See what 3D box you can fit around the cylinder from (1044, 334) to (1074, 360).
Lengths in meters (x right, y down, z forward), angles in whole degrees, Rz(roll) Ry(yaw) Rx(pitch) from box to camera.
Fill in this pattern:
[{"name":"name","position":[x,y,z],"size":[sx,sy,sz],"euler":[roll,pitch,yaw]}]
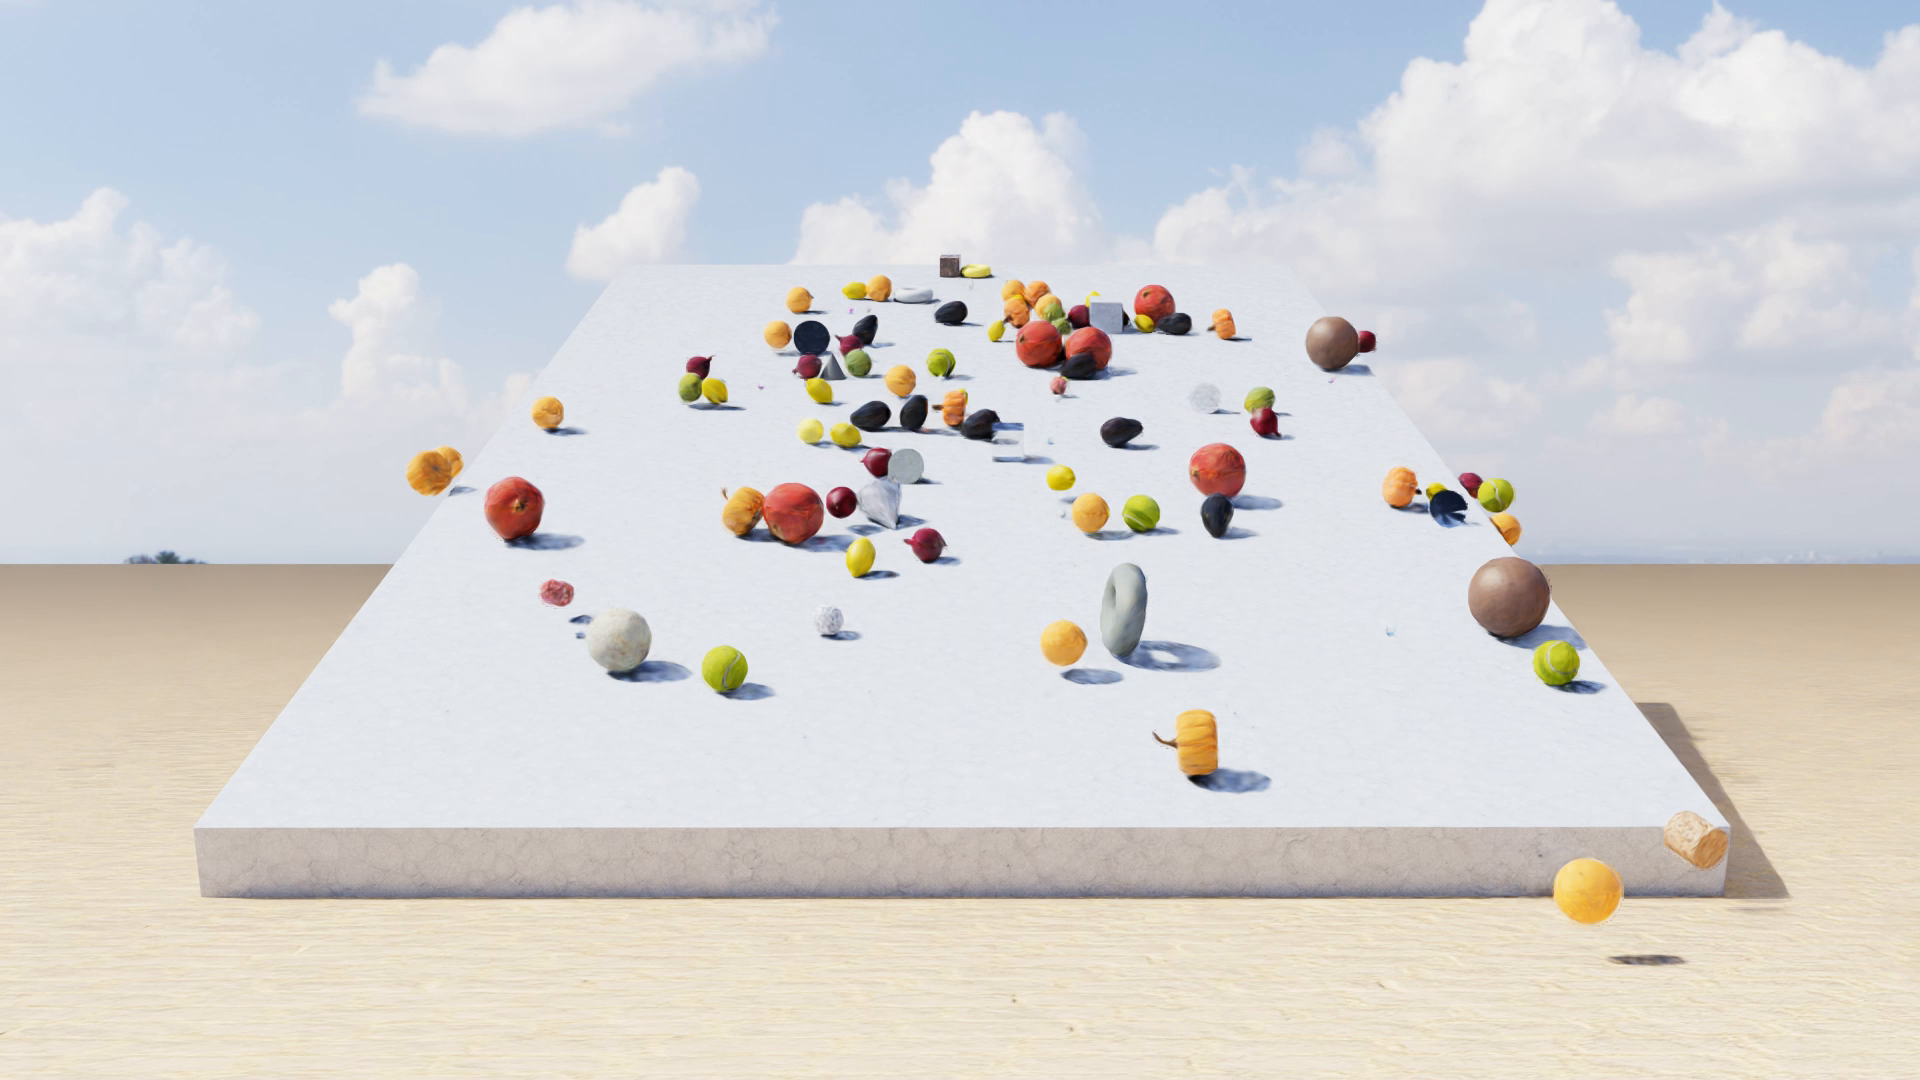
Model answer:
[{"name":"cylinder","position":[0.244,-0.474,5.485],"size":[0.062,0.062,0.062],"euler":[5,1,16]}]

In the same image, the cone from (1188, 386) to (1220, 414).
[{"name":"cone","position":[0.558,-0.310,5.014],"size":[0.074,0.074,0.074],"euler":[0,6,22]}]

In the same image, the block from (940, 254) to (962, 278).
[{"name":"block","position":[-0.028,-0.804,6.538],"size":[0.058,0.058,0.058],"euler":[2,18,5]}]

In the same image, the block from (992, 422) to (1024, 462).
[{"name":"block","position":[0.100,-0.202,4.615],"size":[0.067,0.067,0.067],"euler":[1,18,3]}]

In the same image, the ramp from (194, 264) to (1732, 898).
[{"name":"ramp","position":[-0.003,-0.180,4.821],"size":[2.000,0.100,4.000],"euler":[0,17,0]}]

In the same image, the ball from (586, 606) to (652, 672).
[{"name":"ball","position":[-0.525,0.153,3.431],"size":[0.100,0.100,0.100],"euler":[0,0,0]}]

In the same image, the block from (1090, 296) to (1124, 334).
[{"name":"block","position":[0.381,-0.587,5.810],"size":[0.083,0.083,0.083],"euler":[0,17,1]}]

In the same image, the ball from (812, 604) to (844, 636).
[{"name":"ball","position":[-0.213,0.128,3.591],"size":[0.052,0.052,0.052],"euler":[0,0,0]}]

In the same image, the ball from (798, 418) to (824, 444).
[{"name":"ball","position":[-0.316,-0.231,4.723],"size":[0.055,0.055,0.055],"euler":[0,0,0]}]

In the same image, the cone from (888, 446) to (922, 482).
[{"name":"cone","position":[-0.102,-0.141,4.475],"size":[0.074,0.074,0.074],"euler":[0,-16,13]}]

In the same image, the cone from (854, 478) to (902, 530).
[{"name":"cone","position":[-0.137,-0.050,4.168],"size":[0.096,0.096,0.096],"euler":[0,43,-28]}]

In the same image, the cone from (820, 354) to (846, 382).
[{"name":"cone","position":[-0.303,-0.415,5.294],"size":[0.064,0.064,0.064],"euler":[0,17,0]}]

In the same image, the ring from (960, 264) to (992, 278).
[{"name":"ring","position":[0.046,-0.788,6.536],"size":[0.091,0.030,0.091],"euler":[-1,17,0]}]

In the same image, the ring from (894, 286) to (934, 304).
[{"name":"ring","position":[-0.128,-0.682,6.188],"size":[0.109,0.036,0.109],"euler":[-1,17,0]}]

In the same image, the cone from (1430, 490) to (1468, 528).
[{"name":"cone","position":[0.911,-0.052,4.200],"size":[0.072,0.072,0.072],"euler":[0,-9,-3]}]

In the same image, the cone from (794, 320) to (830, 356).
[{"name":"cone","position":[-0.374,-0.494,5.581],"size":[0.092,0.092,0.092],"euler":[0,-9,-8]}]
